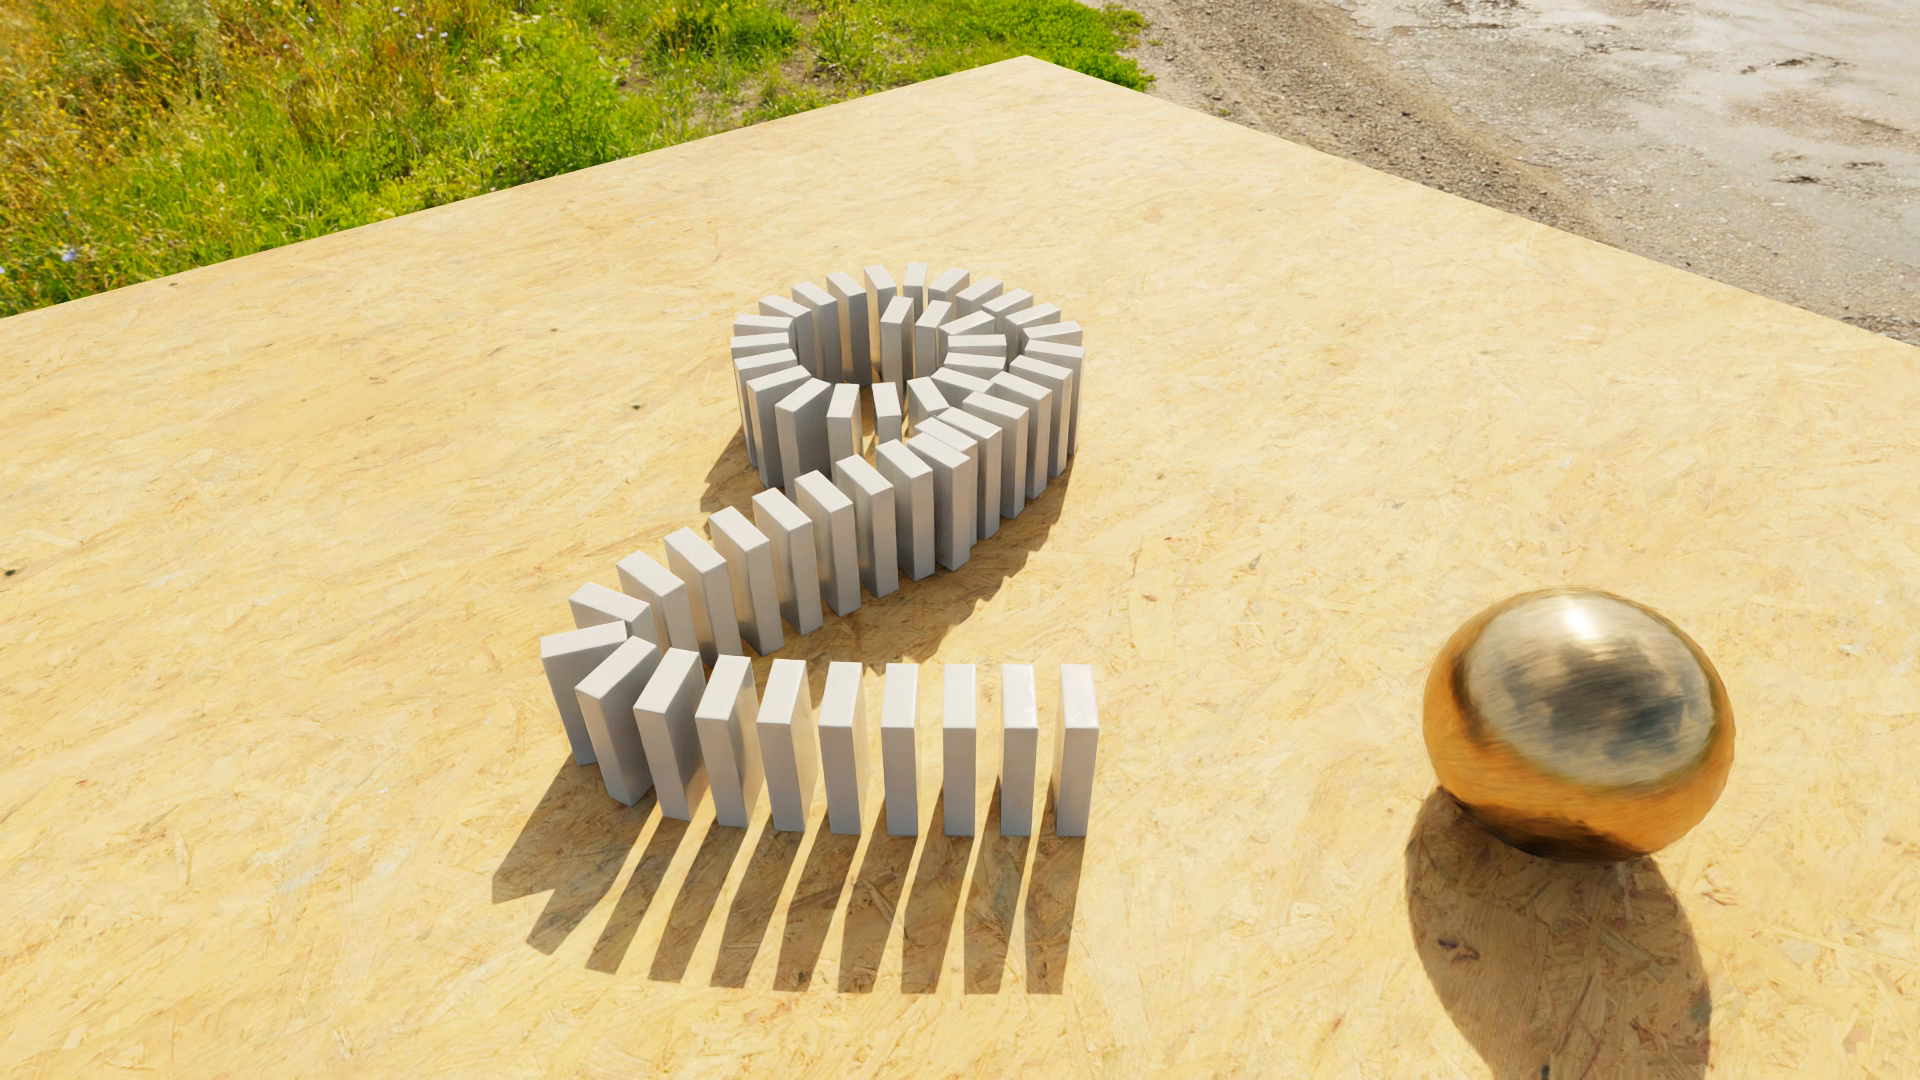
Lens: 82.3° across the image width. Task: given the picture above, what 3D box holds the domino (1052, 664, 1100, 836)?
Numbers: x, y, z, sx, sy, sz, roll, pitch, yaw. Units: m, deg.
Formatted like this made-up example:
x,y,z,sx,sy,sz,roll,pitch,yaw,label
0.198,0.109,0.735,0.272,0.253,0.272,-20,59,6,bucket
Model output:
x,y,z,sx,sy,sz,roll,pitch,yaw,label
0.034,0.064,0.333,0.009,0.050,0.025,0,39,1,domino

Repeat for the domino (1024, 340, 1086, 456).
x,y,z,sx,sy,sz,roll,pitch,yaw,label
0.041,-0.063,0.488,0.025,0.050,0.009,11,41,13,domino

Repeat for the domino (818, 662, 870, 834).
x,y,z,sx,sy,sz,roll,pitch,yaw,label
-0.035,0.064,0.334,0.010,0.050,0.025,2,39,2,domino

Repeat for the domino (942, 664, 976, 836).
x,y,z,sx,sy,sz,roll,pitch,yaw,label
0.000,0.064,0.333,0.009,0.050,0.025,0,39,0,domino

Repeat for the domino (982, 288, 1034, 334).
x,y,z,sx,sy,sz,roll,pitch,yaw,label
0.022,-0.092,0.523,0.025,0.050,0.010,-32,49,-33,domino

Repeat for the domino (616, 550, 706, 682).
x,y,z,sx,sy,sz,roll,pitch,yaw,label
-0.101,0.030,0.375,0.025,0.050,0.009,29,48,31,domino

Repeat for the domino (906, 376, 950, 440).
x,y,z,sx,sy,sz,roll,pitch,yaw,label
-0.013,-0.040,0.460,0.009,0.050,0.025,-14,41,-16,domino

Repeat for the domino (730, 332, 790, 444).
x,y,z,sx,sy,sz,roll,pitch,yaw,label
-0.087,-0.068,0.494,0.025,0.050,0.010,-7,40,-8,domino

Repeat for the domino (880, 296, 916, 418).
x,y,z,sx,sy,sz,roll,pitch,yaw,label
-0.029,-0.085,0.516,0.010,0.050,0.025,7,40,9,domino

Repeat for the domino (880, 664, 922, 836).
x,y,z,sx,sy,sz,roll,pitch,yaw,label
-0.017,0.064,0.333,0.009,0.050,0.025,1,39,1,domino

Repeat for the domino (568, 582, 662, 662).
x,y,z,sx,sy,sz,roll,pitch,yaw,label
-0.111,0.039,0.364,0.025,0.050,0.010,17,42,20,domino

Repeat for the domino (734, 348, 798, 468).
x,y,z,sx,sy,sz,roll,pitch,yaw,label
-0.082,-0.057,0.481,0.025,0.050,0.009,-14,41,-16,domino

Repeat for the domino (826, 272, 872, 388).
x,y,z,sx,sy,sz,roll,pitch,yaw,label
-0.054,-0.102,0.536,0.009,0.050,0.025,-20,44,-23,domino

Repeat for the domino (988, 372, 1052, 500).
x,y,z,sx,sy,sz,roll,pitch,yaw,label
0.025,-0.044,0.465,0.025,0.050,0.009,26,46,28,domino

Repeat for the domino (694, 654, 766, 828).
x,y,z,sx,sy,sz,roll,pitch,yaw,label
-0.069,0.062,0.336,0.010,0.050,0.025,4,40,5,domino

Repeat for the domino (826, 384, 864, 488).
x,y,z,sx,sy,sz,roll,pitch,yaw,label
-0.047,-0.037,0.456,0.009,0.050,0.025,2,39,3,domino

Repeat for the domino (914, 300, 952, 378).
x,y,z,sx,sy,sz,roll,pitch,yaw,label
-0.012,-0.083,0.513,0.009,0.050,0.025,11,41,13,domino

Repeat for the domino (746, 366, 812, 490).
x,y,z,sx,sy,sz,roll,pitch,yaw,label
-0.075,-0.047,0.469,0.025,0.050,0.009,-22,44,-24,domino

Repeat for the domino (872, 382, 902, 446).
x,y,z,sx,sy,sz,roll,pitch,yaw,label
-0.030,-0.037,0.457,0.010,0.050,0.025,-5,40,-7,domino

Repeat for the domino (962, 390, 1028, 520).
x,y,z,sx,sy,sz,roll,pitch,yaw,label
0.014,-0.034,0.454,0.025,0.050,0.009,21,44,24,domino

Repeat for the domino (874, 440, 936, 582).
x,y,z,sx,sy,sz,roll,pitch,yaw,label
-0.021,-0.011,0.425,0.009,0.050,0.025,-24,45,-27,domino

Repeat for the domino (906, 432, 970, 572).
x,y,z,sx,sy,sz,roll,pitch,yaw,label
-0.008,-0.015,0.429,0.025,0.050,0.009,32,49,33,domino

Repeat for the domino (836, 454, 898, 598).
x,y,z,sx,sy,sz,roll,pitch,yaw,label
-0.035,-0.005,0.417,0.010,0.050,0.025,-25,45,-27,domino

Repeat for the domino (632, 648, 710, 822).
x,y,z,sx,sy,sz,roll,pitch,yaw,label
-0.086,0.060,0.338,0.010,0.050,0.025,8,40,10,domino

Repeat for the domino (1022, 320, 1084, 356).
x,y,z,sx,sy,sz,roll,pitch,yaw,label
0.041,-0.074,0.501,0.025,0.050,0.009,-11,41,-14,domino

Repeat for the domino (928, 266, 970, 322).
x,y,z,sx,sy,sz,roll,pitch,yaw,label
-0.005,-0.105,0.540,0.009,0.050,0.025,19,43,21,domino

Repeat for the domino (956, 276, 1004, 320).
x,y,z,sx,sy,sz,roll,pitch,yaw,label
0.009,-0.099,0.532,0.010,0.050,0.025,26,46,28,domino

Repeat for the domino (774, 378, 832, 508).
x,y,z,sx,sy,sz,roll,pitch,yaw,label
-0.063,-0.039,0.460,0.009,0.050,0.025,21,44,24,domino

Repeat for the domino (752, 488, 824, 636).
x,y,z,sx,sy,sz,roll,pitch,yaw,label
-0.063,0.008,0.401,0.009,0.050,0.025,-27,46,-29,domino

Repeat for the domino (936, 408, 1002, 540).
x,y,z,sx,sy,sz,roll,pitch,yaw,label
0.004,-0.026,0.444,0.025,0.050,0.009,27,46,29,domino

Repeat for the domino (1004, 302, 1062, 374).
x,y,z,sx,sy,sz,roll,pitch,yaw,label
0.033,-0.083,0.513,0.025,0.050,0.010,-24,45,-26,domino

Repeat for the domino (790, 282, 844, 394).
x,y,z,sx,sy,sz,roll,pitch,yaw,label
-0.068,-0.096,0.528,0.009,0.050,0.025,-27,47,-29,domino

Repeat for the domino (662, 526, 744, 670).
x,y,z,sx,sy,sz,roll,pitch,yaw,label
-0.089,0.022,0.384,0.010,0.050,0.025,-30,48,-31,domino

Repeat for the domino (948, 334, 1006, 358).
x,y,z,sx,sy,sz,roll,pitch,yaw,label
0.007,-0.067,0.494,0.025,0.050,0.009,-2,39,-2,domino

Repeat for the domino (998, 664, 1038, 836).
x,y,z,sx,sy,sz,roll,pitch,yaw,label
0.017,0.064,0.333,0.010,0.050,0.025,0,39,0,domino

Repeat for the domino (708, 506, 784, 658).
x,y,z,sx,sy,sz,roll,pitch,yaw,label
-0.076,0.015,0.393,0.009,0.050,0.025,-28,47,-30,domino

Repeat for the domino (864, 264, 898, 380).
x,y,z,sx,sy,sz,roll,pitch,yaw,label
-0.038,-0.107,0.542,0.009,0.050,0.025,-12,41,-15,domino

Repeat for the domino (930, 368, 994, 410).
x,y,z,sx,sy,sz,roll,pitch,yaw,label
0.001,-0.047,0.468,0.025,0.050,0.010,20,43,22,domino

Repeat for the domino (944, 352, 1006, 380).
x,y,z,sx,sy,sz,roll,pitch,yaw,label
0.006,-0.056,0.480,0.025,0.050,0.010,6,40,8,domino

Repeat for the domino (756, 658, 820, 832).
x,y,z,sx,sy,sz,roll,pitch,yaw,label
-0.052,0.063,0.335,0.010,0.050,0.025,3,39,3,domino

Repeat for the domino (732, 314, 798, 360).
x,y,z,sx,sy,sz,roll,pitch,yaw,label
-0.088,-0.079,0.507,0.025,0.050,0.010,6,40,7,domino

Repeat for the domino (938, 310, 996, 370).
x,y,z,sx,sy,sz,roll,pitch,yaw,label
0.003,-0.078,0.506,0.025,0.050,0.010,-28,47,-29,domino

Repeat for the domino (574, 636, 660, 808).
x,y,z,sx,sy,sz,roll,pitch,yaw,label
-0.102,0.057,0.342,0.009,0.050,0.025,19,43,22,domino

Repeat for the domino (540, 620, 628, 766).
x,y,z,sx,sy,sz,roll,pitch,yaw,label
-0.115,0.050,0.351,0.025,0.050,0.010,-12,41,-14,domino

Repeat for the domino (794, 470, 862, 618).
x,y,z,sx,sy,sz,roll,pitch,yaw,label
-0.049,0.002,0.409,0.009,0.050,0.025,-25,46,-27,domino

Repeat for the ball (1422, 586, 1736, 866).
x,y,z,sx,sy,sz,roll,pitch,yaw,label
0.179,0.054,0.322,0.080,0.080,0.080,0,39,0,ball

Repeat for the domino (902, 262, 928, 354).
x,y,z,sx,sy,sz,roll,pitch,yaw,label
-0.021,-0.108,0.544,0.009,0.050,0.025,3,39,3,domino

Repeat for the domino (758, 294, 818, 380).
x,y,z,sx,sy,sz,roll,pitch,yaw,label
-0.080,-0.088,0.519,0.025,0.050,0.010,28,47,30,domino

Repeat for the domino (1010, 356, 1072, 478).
x,y,z,sx,sy,sz,roll,pitch,yaw,label
0.034,-0.053,0.476,0.025,0.050,0.010,20,43,23,domino

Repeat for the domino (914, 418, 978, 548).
x,y,z,sx,sy,sz,roll,pitch,yaw,label
-0.005,-0.021,0.437,0.025,0.050,0.010,31,49,32,domino
